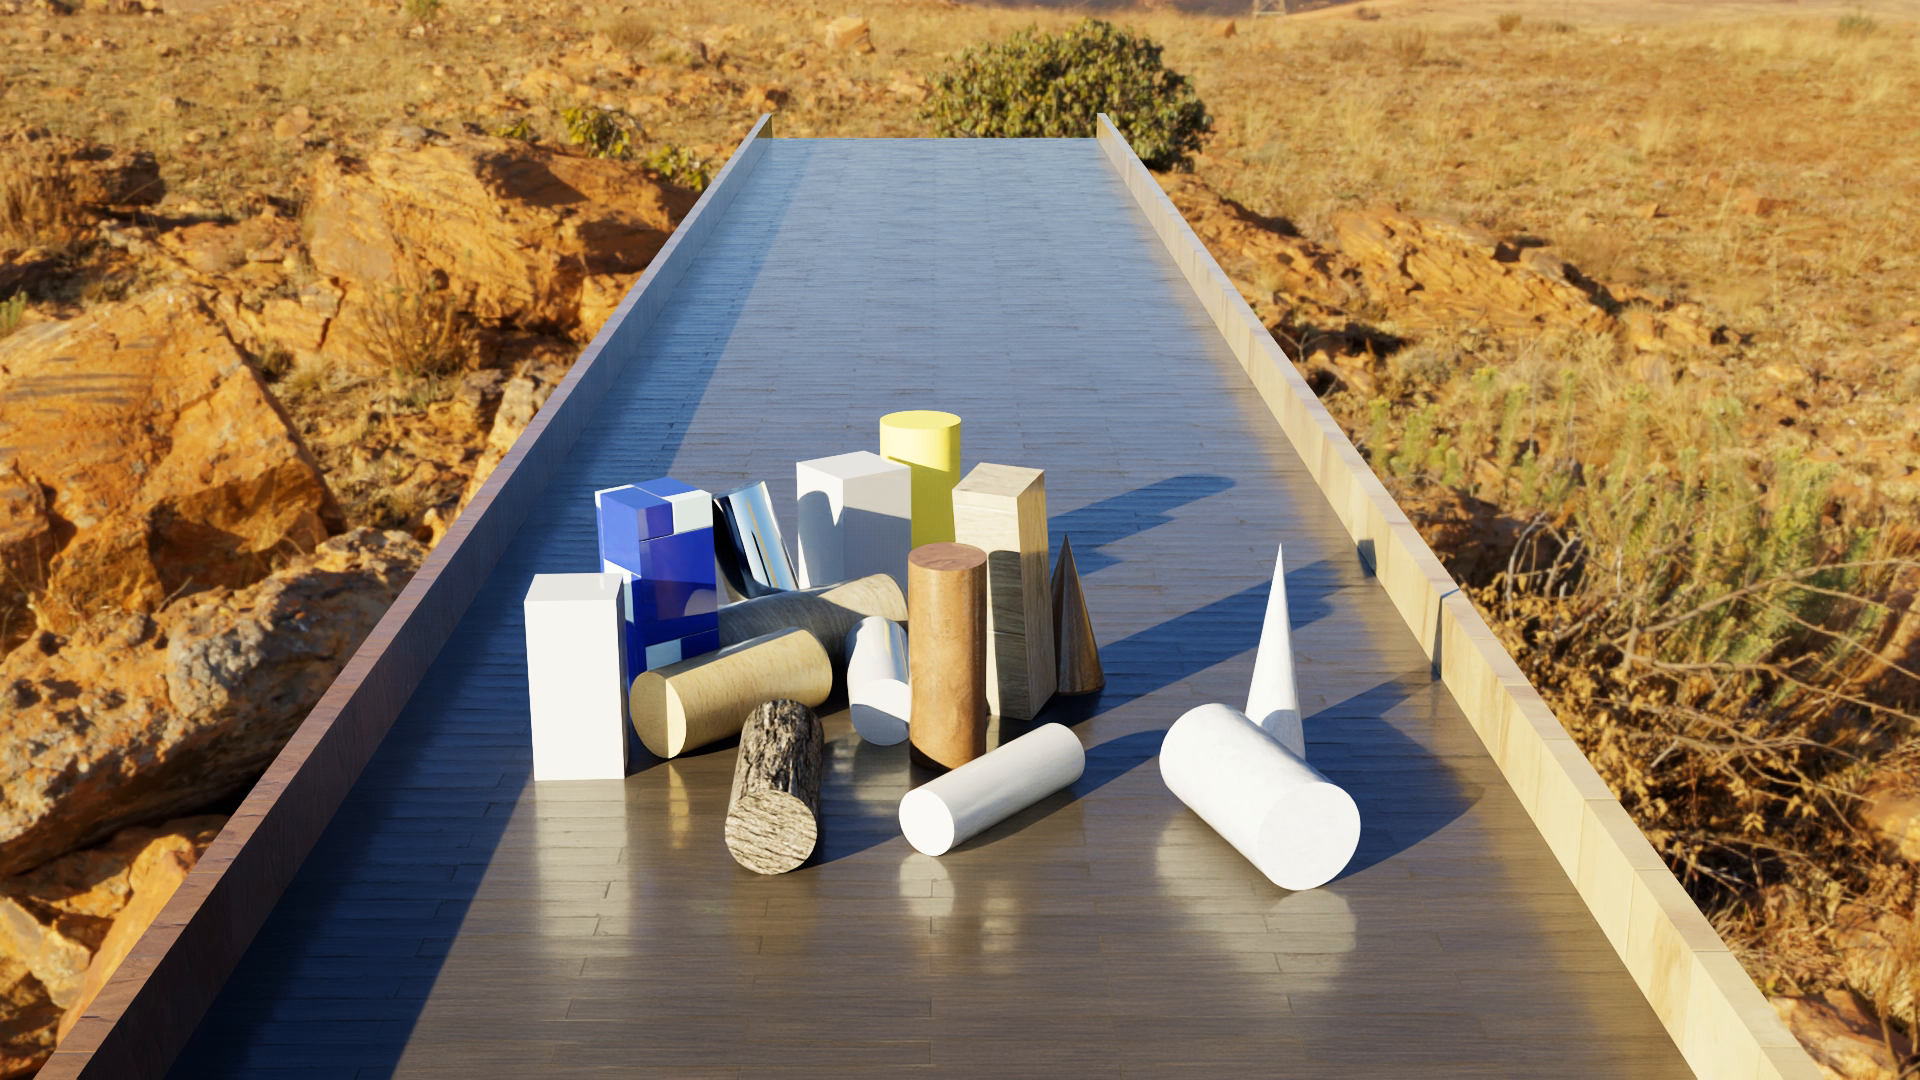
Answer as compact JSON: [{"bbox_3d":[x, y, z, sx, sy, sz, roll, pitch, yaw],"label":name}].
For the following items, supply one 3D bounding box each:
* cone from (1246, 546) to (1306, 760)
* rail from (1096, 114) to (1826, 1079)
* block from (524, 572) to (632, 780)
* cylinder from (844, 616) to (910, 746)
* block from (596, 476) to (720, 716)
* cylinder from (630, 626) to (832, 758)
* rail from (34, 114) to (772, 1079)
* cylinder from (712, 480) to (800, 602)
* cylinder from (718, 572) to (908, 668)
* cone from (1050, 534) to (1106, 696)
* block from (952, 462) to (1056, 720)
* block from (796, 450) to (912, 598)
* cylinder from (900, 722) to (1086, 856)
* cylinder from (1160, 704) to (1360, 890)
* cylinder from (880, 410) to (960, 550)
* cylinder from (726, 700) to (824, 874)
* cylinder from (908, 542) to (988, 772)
[{"bbox_3d":[0.557,0.195,3.878,0.122,0.396,0.122,0,17,0],"label":"cone"},{"bbox_3d":[0.932,-0.844,7.801,0.050,0.150,12.000,0,17,-1],"label":"rail"},{"bbox_3d":[-0.667,0.238,3.853,0.154,0.327,0.154,-1,17,-3],"label":"block"},{"bbox_3d":[-0.148,0.260,4.128,0.128,0.128,0.354,-1,17,-5],"label":"cylinder"},{"bbox_3d":[-0.559,0.114,4.099,0.155,0.421,0.155,-14,21,-35],"label":"block"},{"bbox_3d":[-0.416,0.275,4.023,0.159,0.159,0.349,15,22,42],"label":"cylinder"},{"bbox_3d":[-1.118,-0.838,7.780,0.050,0.150,12.000,0,17,-1],"label":"rail"},{"bbox_3d":[-0.415,0.051,4.454,0.143,0.313,0.143,-18,7,2],"label":"cylinder"},{"bbox_3d":[-0.322,0.182,4.321,0.434,0.167,0.167,-11,20,-32],"label":"cylinder"},{"bbox_3d":[0.204,0.129,4.259,0.164,0.304,0.164,0,17,0],"label":"cone"},{"bbox_3d":[0.085,0.097,4.074,0.126,0.456,0.126,8,28,24],"label":"block"},{"bbox_3d":[-0.223,-0.003,4.668,0.172,0.324,0.172,-12,20,-35],"label":"block"},{"bbox_3d":[0.058,0.410,3.654,0.111,0.111,0.368,12,20,36],"label":"cylinder"},{"bbox_3d":[0.477,0.408,3.544,0.178,0.178,0.359,-6,17,-18],"label":"cylinder"},{"bbox_3d":[-0.087,-0.089,4.884,0.178,0.366,0.178,0,17,0],"label":"cylinder"},{"bbox_3d":[-0.301,0.400,3.629,0.144,0.144,0.398,0,17,-2],"label":"cylinder"},{"bbox_3d":[-0.021,0.206,3.851,0.137,0.380,0.137,0,21,0],"label":"cylinder"}]
